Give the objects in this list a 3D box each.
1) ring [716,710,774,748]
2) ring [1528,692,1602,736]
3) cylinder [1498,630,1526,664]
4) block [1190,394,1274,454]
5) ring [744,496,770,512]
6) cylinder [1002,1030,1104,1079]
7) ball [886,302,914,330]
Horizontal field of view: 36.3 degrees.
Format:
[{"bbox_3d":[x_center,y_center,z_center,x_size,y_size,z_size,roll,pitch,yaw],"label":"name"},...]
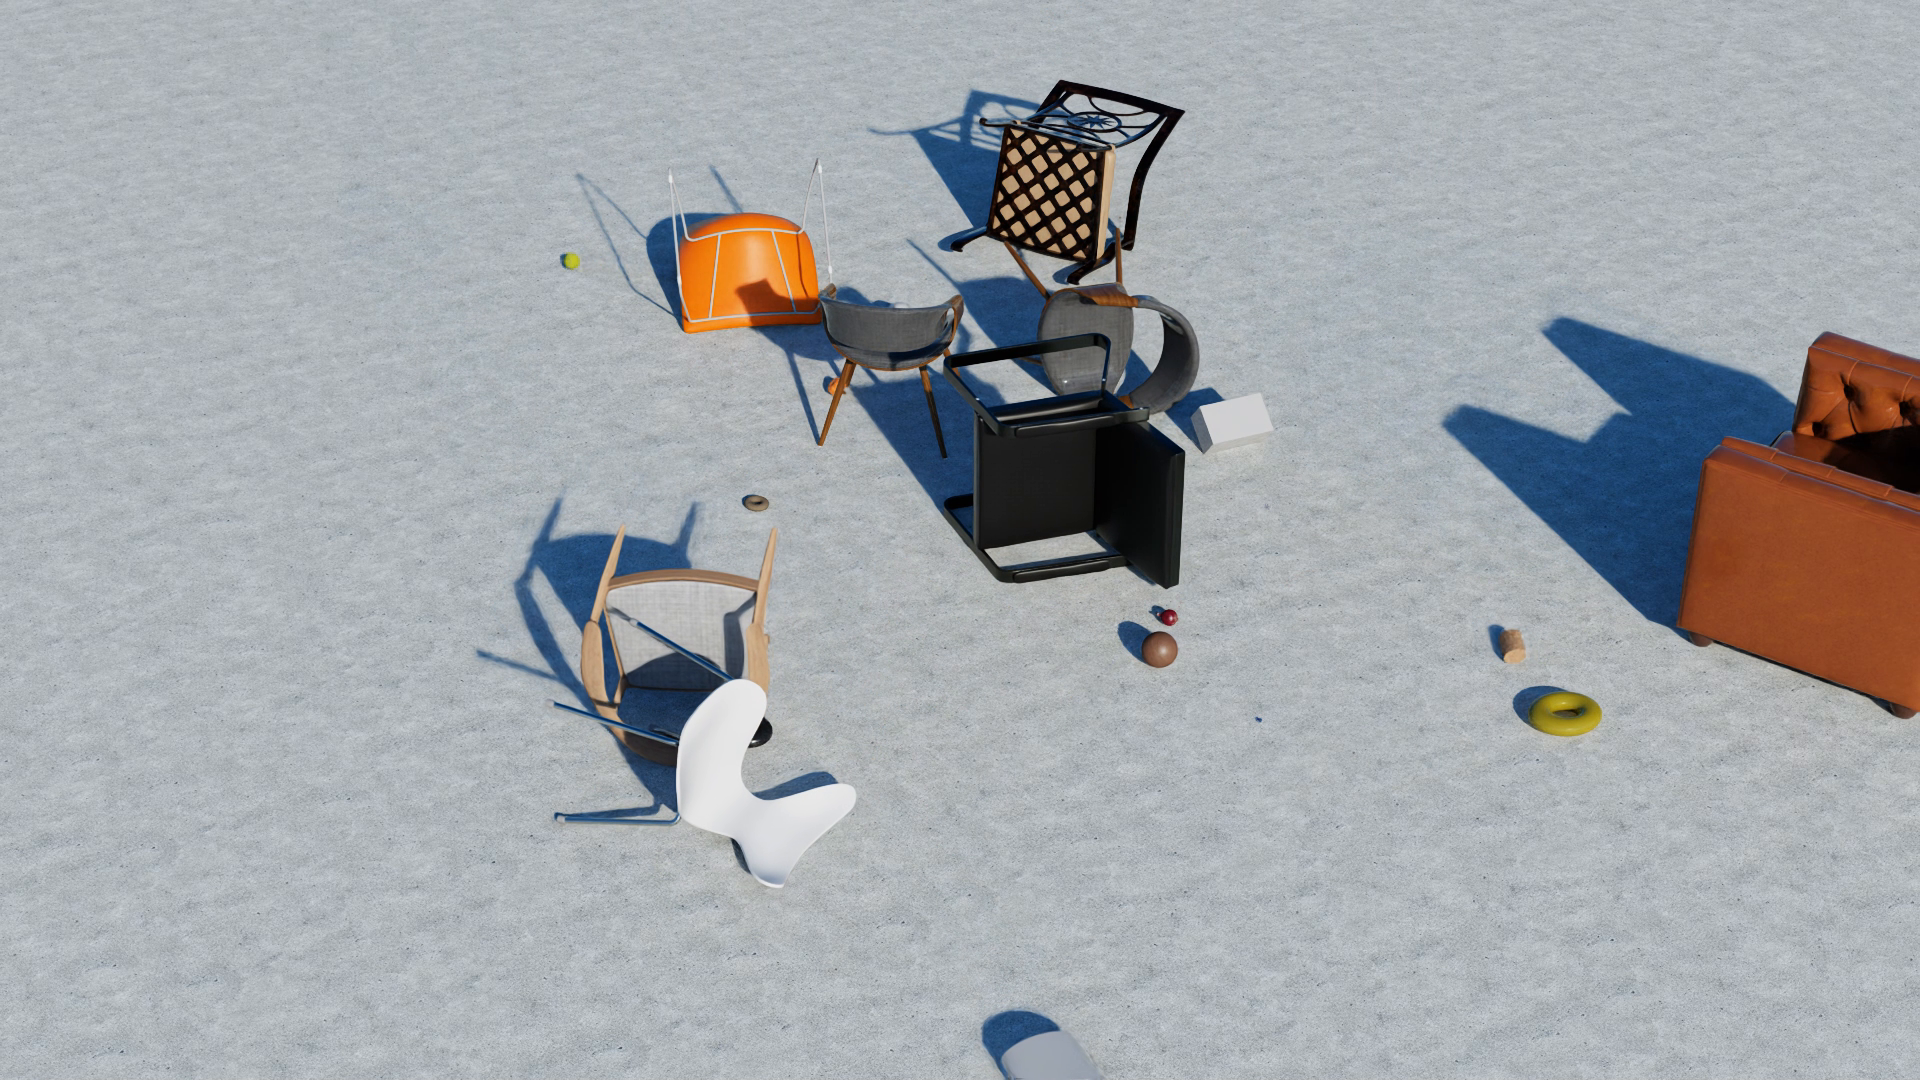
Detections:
[{"bbox_3d":[-0.729,0.641,9.924,0.200,0.053,0.171,18,37,24],"label":"ring"},{"bbox_3d":[2.061,0.592,9.990,0.261,0.062,0.216,-10,36,-15],"label":"ring"},{"bbox_3d":[1.946,0.374,10.321,0.079,0.058,0.121,-20,31,12],"label":"cylinder"},{"bbox_3d":[1.064,-0.454,11.462,0.265,0.114,0.161,-13,74,-19],"label":"block"},{"bbox_3d":[-0.772,-0.139,11.133,0.091,0.025,0.102,-24,40,-33],"label":"ring"},{"bbox_3d":[0.273,1.544,8.499,0.239,0.112,0.220,-13,36,-21],"label":"cylinder"},{"bbox_3d":[-0.253,-0.936,12.257,0.119,0.119,0.119,0,33,0],"label":"ball"}]
